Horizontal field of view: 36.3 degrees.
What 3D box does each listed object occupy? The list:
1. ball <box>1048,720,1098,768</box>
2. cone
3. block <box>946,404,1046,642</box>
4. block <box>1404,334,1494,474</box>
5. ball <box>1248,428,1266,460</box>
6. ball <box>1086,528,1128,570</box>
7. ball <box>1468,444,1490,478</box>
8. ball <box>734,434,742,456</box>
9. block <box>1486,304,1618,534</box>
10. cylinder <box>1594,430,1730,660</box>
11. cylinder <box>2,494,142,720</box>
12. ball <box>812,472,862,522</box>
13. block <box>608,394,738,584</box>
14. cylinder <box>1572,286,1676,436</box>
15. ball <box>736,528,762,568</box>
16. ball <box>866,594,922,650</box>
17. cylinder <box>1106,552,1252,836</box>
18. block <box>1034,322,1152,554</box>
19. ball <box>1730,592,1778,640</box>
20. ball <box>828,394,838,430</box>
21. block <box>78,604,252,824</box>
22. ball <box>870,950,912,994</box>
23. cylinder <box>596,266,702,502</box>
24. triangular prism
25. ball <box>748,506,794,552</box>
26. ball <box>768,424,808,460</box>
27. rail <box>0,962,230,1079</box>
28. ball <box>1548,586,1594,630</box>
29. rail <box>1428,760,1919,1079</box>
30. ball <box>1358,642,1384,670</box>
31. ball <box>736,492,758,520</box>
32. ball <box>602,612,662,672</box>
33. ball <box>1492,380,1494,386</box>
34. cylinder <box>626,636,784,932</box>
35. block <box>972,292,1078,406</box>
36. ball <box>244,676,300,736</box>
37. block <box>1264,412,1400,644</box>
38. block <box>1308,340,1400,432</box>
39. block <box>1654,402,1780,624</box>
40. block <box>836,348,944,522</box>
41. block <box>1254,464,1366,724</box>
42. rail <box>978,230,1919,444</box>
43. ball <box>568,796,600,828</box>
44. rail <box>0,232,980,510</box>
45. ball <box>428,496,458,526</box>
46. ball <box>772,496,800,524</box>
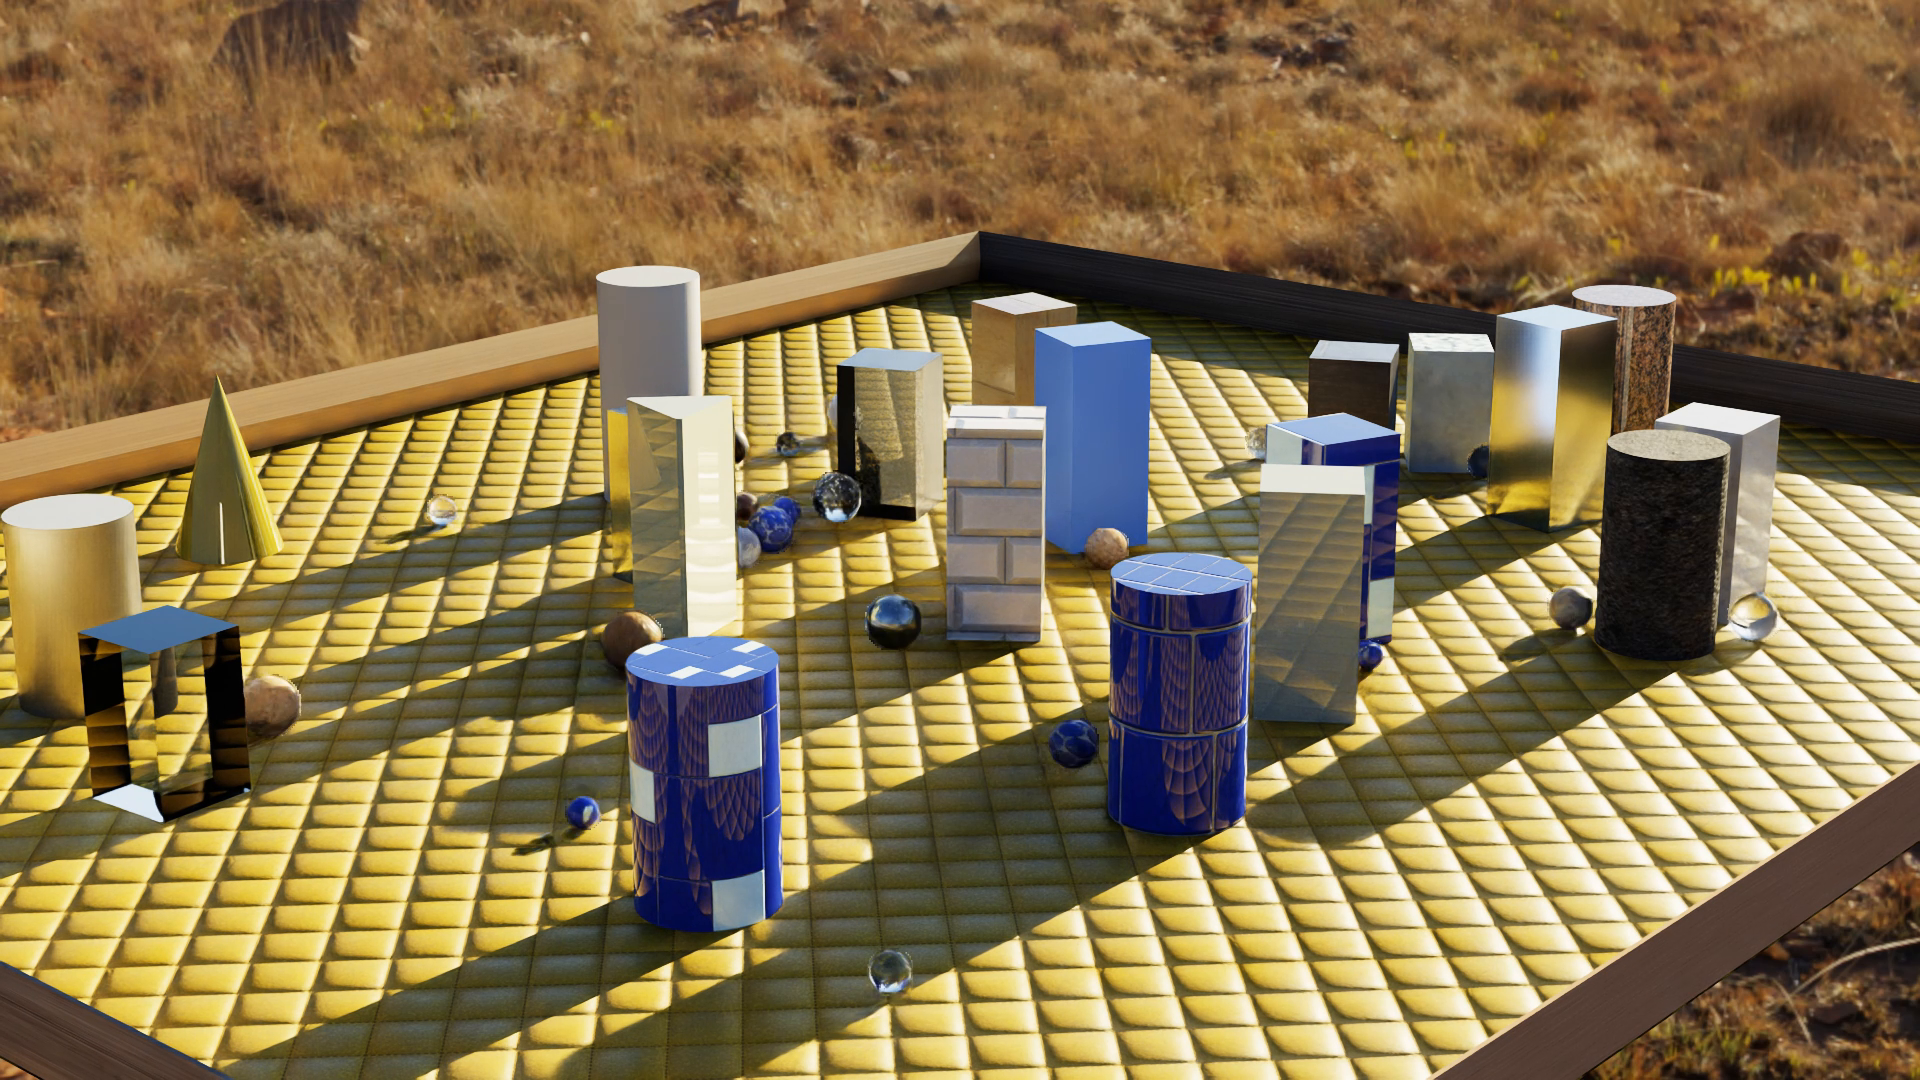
[{"bbox_3d":[0.167,0.301,4.327,0.073,0.073,0.073,0,17,0],"label":"ball"},{"bbox_3d":[-1.346,-0.144,5.354,0.197,0.332,0.197,0,17,0],"label":"cone"},{"bbox_3d":[0.061,-0.030,4.916,0.157,0.365,0.157,1,17,3],"label":"block"},{"bbox_3d":[0.989,-0.278,5.940,0.157,0.250,0.157,1,17,4],"label":"block"},{"bbox_3d":[0.620,-0.197,5.988,0.067,0.067,0.067,0,17,0],"label":"ball"},{"bbox_3d":[0.263,0.015,5.268,0.076,0.076,0.076,0,17,0],"label":"ball"},{"bbox_3d":[1.050,-0.156,5.853,0.068,0.068,0.068,0,17,0],"label":"ball"},{"bbox_3d":[-0.469,-0.191,5.944,0.052,0.052,0.052,0,17,0],"label":"ball"},{"bbox_3d":[1.117,-0.230,5.541,0.157,0.389,0.157,-12,21,-36],"label":"block"},{"bbox_3d":[1.158,0.007,4.840,0.197,0.339,0.197,0,17,0],"label":"cylinder"},{"bbox_3d":[-1.381,0.102,4.582,0.197,0.306,0.197,0,17,0],"label":"cylinder"},{"bbox_3d":[-0.232,-0.080,5.556,0.094,0.094,0.094,0,17,0],"label":"ball"},{"bbox_3d":[-0.507,-0.080,5.184,0.157,0.308,0.157,-16,23,-42],"label":"block"},{"bbox_3d":[1.285,-0.287,5.727,0.197,0.389,0.197,0,17,0],"label":"cylinder"},{"bbox_3d":[-0.395,0.013,5.280,0.074,0.074,0.074,0,17,0],"label":"ball"},{"bbox_3d":[-0.108,0.135,4.844,0.091,0.091,0.091,0,17,0],"label":"ball"},{"bbox_3d":[0.308,0.215,4.125,0.197,0.353,0.197,0,17,0],"label":"cylinder"},{"bbox_3d":[0.242,-0.190,5.408,0.157,0.389,0.157,-7,18,-23],"label":"block"},{"bbox_3d":[1.324,0.128,4.889,0.079,0.079,0.079,0,17,0],"label":"ball"},{"bbox_3d":[-0.230,-0.270,6.178,0.097,0.097,0.097,0,17,0],"label":"ball"},{"bbox_3d":[-1.138,0.246,4.197,0.157,0.252,0.157,12,21,35],"label":"block"},{"bbox_3d":[-0.085,0.530,3.602,0.053,0.053,0.053,0,17,0],"label":"ball"},{"bbox_3d":[-0.598,-0.297,5.681,0.197,0.436,0.197,0,17,0],"label":"cylinder"},{"bbox_3d":[-0.444,-0.042,4.915,0.148,0.390,0.170,-12,20,-34],"label":"triangular prism"},{"bbox_3d":[-0.347,-0.020,5.368,0.085,0.085,0.085,0,17,0],"label":"ball"},{"bbox_3d":[-0.352,-0.196,6.013,0.081,0.081,0.081,0,17,0],"label":"ball"},{"bbox_3d":[-1.348,0.480,3.633,3.482,0.128,0.045,14,22,39],"label":"rail"},{"bbox_3d":[1.030,0.115,4.942,0.074,0.074,0.074,0,17,0],"label":"ball"},{"bbox_3d":[1.297,0.357,4.042,0.045,0.128,4.160,14,22,39],"label":"rail"},{"bbox_3d":[0.662,0.187,4.749,0.047,0.047,0.047,0,17,0],"label":"ball"},{"bbox_3d":[-0.408,-0.064,5.576,0.051,0.051,0.051,0,17,0],"label":"ball"},{"bbox_3d":[-0.529,0.165,4.732,0.098,0.098,0.098,0,17,0],"label":"ball"},{"bbox_3d":[1.138,-0.314,6.367,0.073,0.073,0.073,0,17,0],"label":"ball"},{"bbox_3d":[-0.331,0.316,3.821,0.197,0.336,0.197,0,17,0],"label":"cylinder"},{"bbox_3d":[0.134,-0.358,6.151,0.157,0.282,0.157,-11,20,-33],"label":"block"},{"bbox_3d":[-1.051,0.252,4.458,0.091,0.091,0.091,0,17,0],"label":"ball"},{"bbox_3d":[0.612,-0.011,4.866,0.157,0.359,0.157,-9,19,-28],"label":"block"},{"bbox_3d":[0.774,-0.241,5.787,0.157,0.269,0.157,4,17,13],"label":"block"},{"bbox_3d":[1.288,-0.047,5.030,0.157,0.334,0.157,12,21,35],"label":"block"},{"bbox_3d":[-0.133,-0.204,5.621,0.157,0.293,0.157,6,18,18],"label":"block"},{"bbox_3d":[0.540,0.082,4.543,0.157,0.367,0.157,2,17,6],"label":"block"},{"bbox_3d":[1.348,-0.416,6.607,3.482,0.128,0.045,14,22,39],"label":"rail"},{"bbox_3d":[-0.527,0.382,4.107,0.045,0.045,0.045,0,17,0],"label":"ball"},{"bbox_3d":[-1.297,-0.293,6.198,0.045,0.128,4.160,14,22,39],"label":"rail"},{"bbox_3d":[-0.976,-0.054,5.536,0.055,0.055,0.055,0,17,0],"label":"ball"},{"bbox_3d":[-0.329,-0.053,5.530,0.057,0.057,0.057,0,17,0],"label":"ball"}]
